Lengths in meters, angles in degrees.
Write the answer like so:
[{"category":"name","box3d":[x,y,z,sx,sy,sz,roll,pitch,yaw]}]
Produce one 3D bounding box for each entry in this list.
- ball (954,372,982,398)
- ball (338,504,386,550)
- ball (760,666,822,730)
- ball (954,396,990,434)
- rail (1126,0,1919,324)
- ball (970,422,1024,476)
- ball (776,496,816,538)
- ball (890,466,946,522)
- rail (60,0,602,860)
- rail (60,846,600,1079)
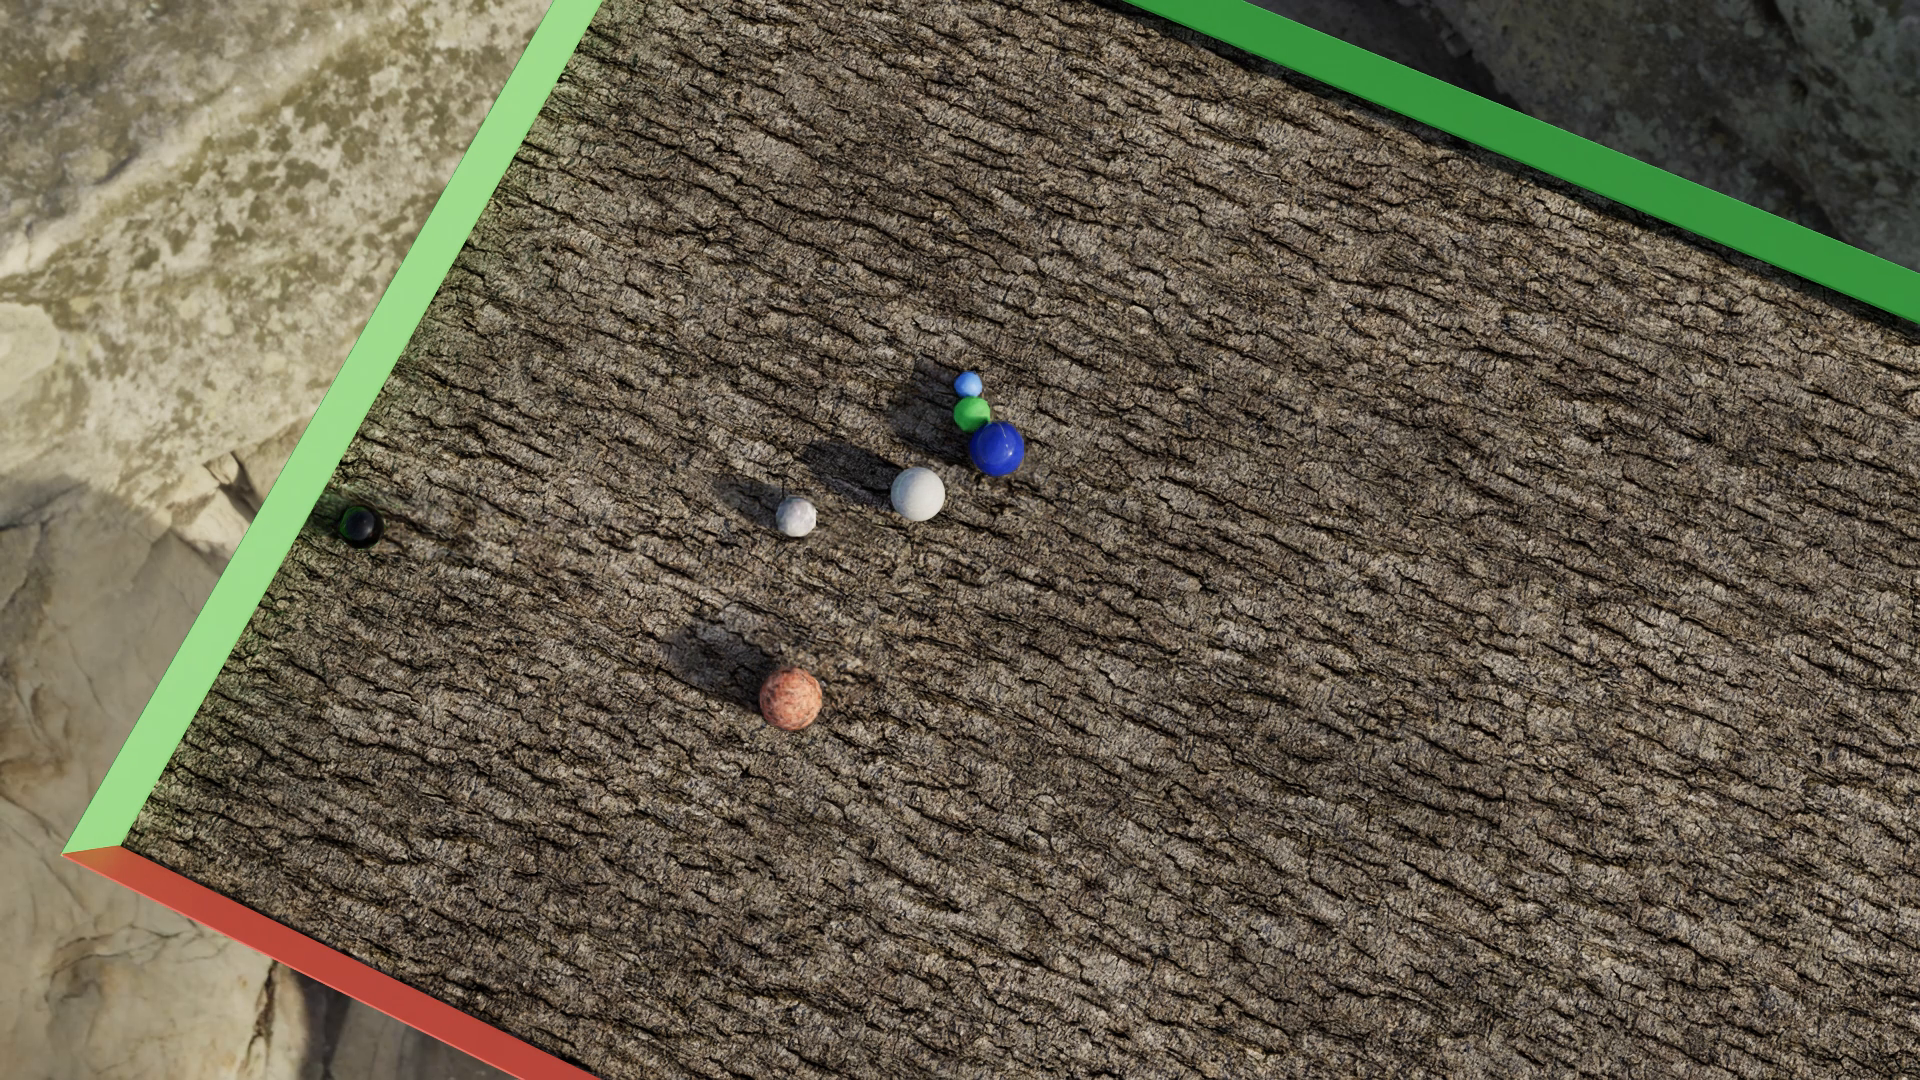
[{"category":"ball","box3d":[0.013,-0.242,3.458,0.044,0.044,0.044,0,74,0]},{"category":"ball","box3d":[-0.920,-0.020,3.378,0.071,0.071,0.071,0,74,0]},{"category":"ball","box3d":[-0.253,0.237,3.290,0.094,0.094,0.094,0,74,0]},{"category":"ball","box3d":[0.019,-0.196,3.437,0.058,0.058,0.058,0,74,0]},{"category":"rail","box3d":[1.279,-0.462,3.481,3.852,0.122,0.045,24,75,7]},{"category":"ball","box3d":[0.058,-0.141,3.406,0.086,0.086,0.086,0,74,0]},{"category":"ball","box3d":[-0.252,-0.035,3.386,0.063,0.063,0.063,0,74,0]},{"category":"ball","box3d":[-0.065,-0.070,3.386,0.084,0.084,0.084,0,74,0]},{"category":"rail","box3d":[-0.853,-0.385,3.458,0.045,0.122,1.981,24,75,7]},{"category":"rail","box3d":[0.469,1.221,2.983,3.852,0.122,0.045,24,75,7]}]
